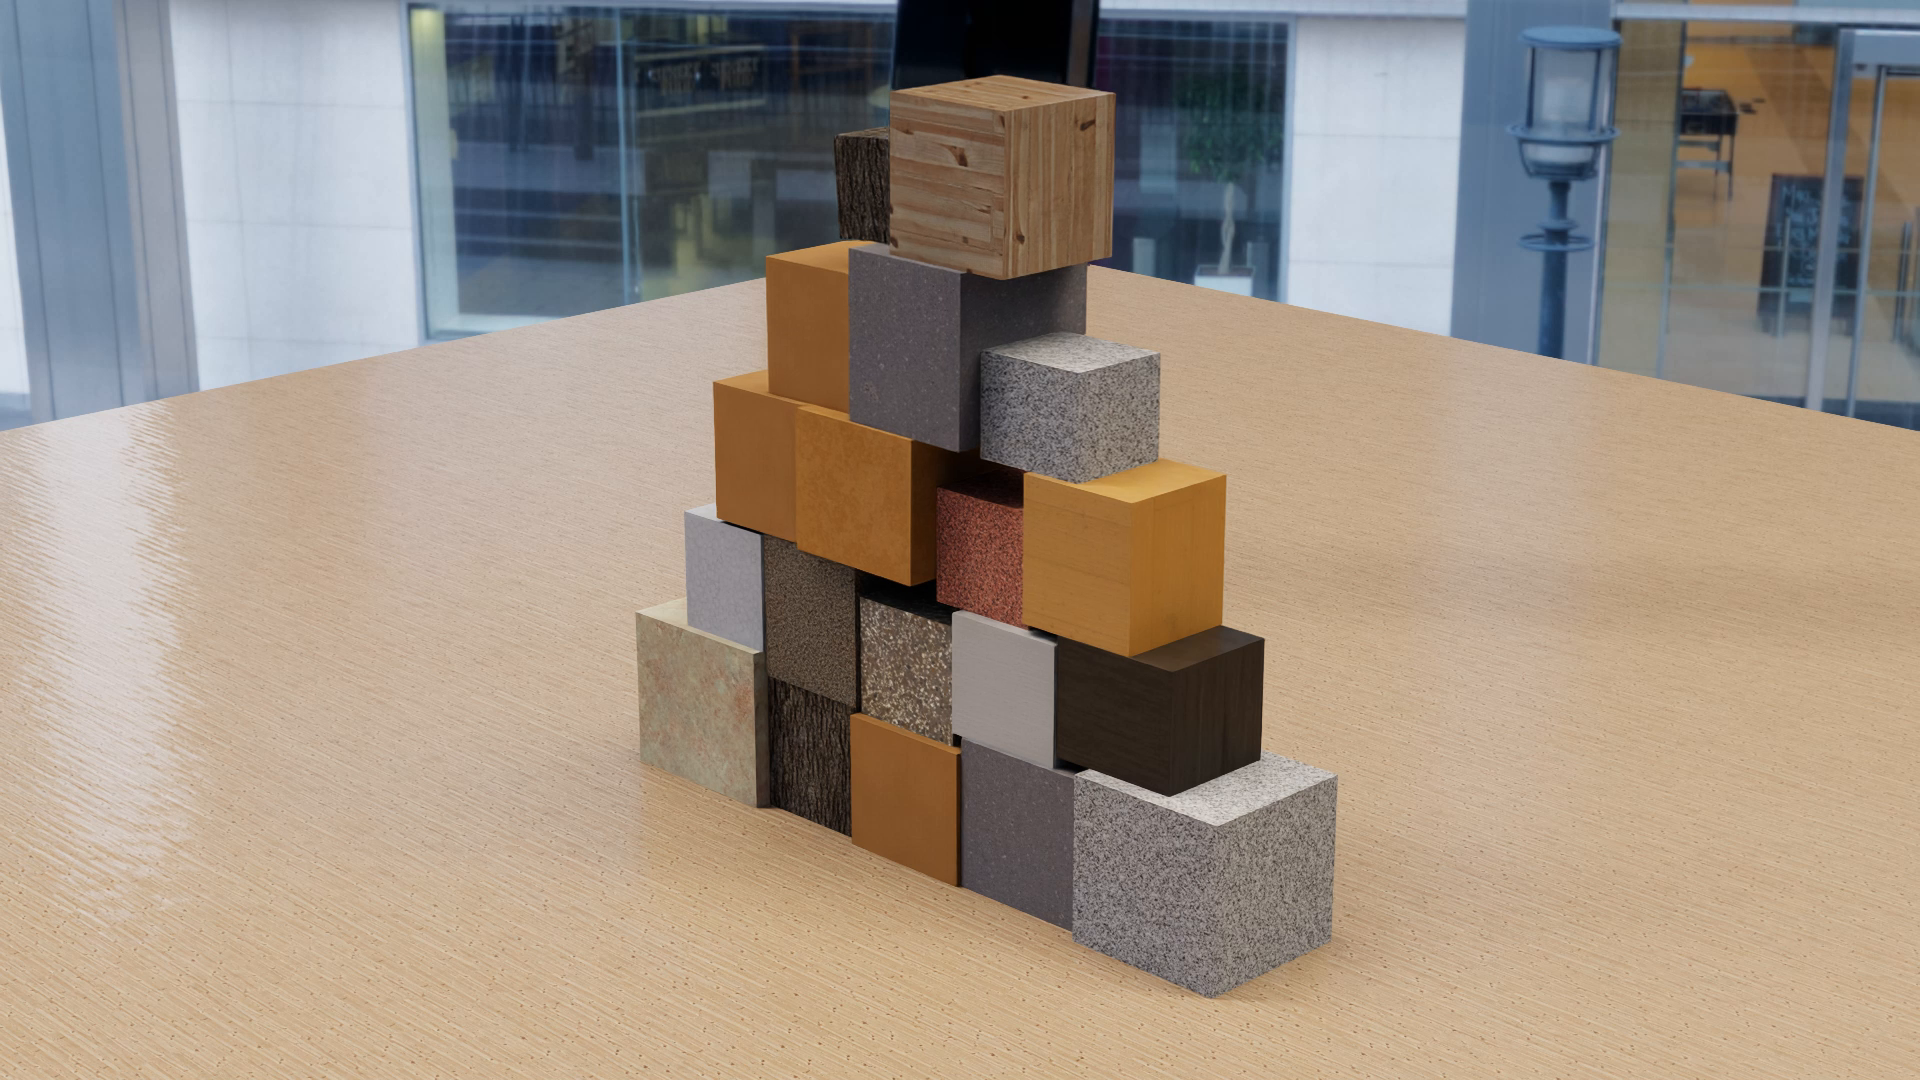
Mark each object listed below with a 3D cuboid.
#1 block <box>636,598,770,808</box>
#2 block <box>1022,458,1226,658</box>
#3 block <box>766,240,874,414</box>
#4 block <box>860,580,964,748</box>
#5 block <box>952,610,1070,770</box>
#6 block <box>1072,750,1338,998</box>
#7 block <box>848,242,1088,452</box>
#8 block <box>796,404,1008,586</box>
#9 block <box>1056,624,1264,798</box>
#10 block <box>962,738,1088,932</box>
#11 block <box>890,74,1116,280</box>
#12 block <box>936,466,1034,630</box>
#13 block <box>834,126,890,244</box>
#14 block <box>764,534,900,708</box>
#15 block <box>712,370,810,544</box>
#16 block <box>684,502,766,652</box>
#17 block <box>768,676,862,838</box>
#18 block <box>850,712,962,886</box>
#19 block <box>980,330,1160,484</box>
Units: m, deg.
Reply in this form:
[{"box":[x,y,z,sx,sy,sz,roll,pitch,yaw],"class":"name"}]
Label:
[{"box":[-1.020,0.744,14.655,0.788,0.792,0.887,-17,24,-42],"class":"block"},{"box":[0.705,0.041,12.621,0.606,0.676,0.619,-17,24,-42],"class":"block"},{"box":[-0.465,-0.989,13.493,0.621,0.643,0.578,16,24,43],"class":"block"},{"box":[-0.018,0.529,13.555,0.643,0.572,0.605,-17,24,-42],"class":"block"},{"box":[0.397,0.597,13.088,0.602,0.568,0.623,-17,24,-42],"class":"block"},{"box":[1.054,1.376,12.664,0.798,0.780,0.797,-17,24,-42],"class":"block"},{"box":[0.035,-0.914,13.040,0.796,0.789,0.694,-17,25,-42],"class":"block"},{"box":[-0.186,-0.286,13.471,0.841,0.675,0.751,-17,25,-42],"class":"block"},{"box":[0.862,0.681,12.643,0.601,0.558,0.650,-17,24,-42],"class":"block"},{"box":[0.502,1.239,13.197,0.662,0.722,0.741,-17,24,-42],"class":"block"},{"box":[0.181,-1.577,12.657,0.682,0.712,0.686,-17,25,-42],"class":"block"},{"box":[0.284,0.024,13.073,0.529,0.535,0.571,-17,24,-42],"class":"block"},{"box":[-0.242,-1.591,13.103,0.420,0.462,0.458,-17,20,-42],"class":"block"},{"box":[-0.483,0.302,13.923,0.625,0.722,0.625,-17,24,-42],"class":"block"},{"box":[-0.704,-0.430,13.930,0.668,0.672,0.633,-17,24,-42],"class":"block"},{"box":[-0.912,0.130,14.311,0.640,0.586,0.558,-17,24,-42],"class":"block"},{"box":[-0.477,0.961,14.158,0.635,0.676,0.624,-17,24,-42],"class":"block"},{"box":[-0.023,1.124,13.691,0.678,0.646,0.697,-17,24,-42],"class":"block"},{"box":[0.475,-0.580,12.663,0.514,0.484,0.578,-17,24,-42],"class":"block"}]
